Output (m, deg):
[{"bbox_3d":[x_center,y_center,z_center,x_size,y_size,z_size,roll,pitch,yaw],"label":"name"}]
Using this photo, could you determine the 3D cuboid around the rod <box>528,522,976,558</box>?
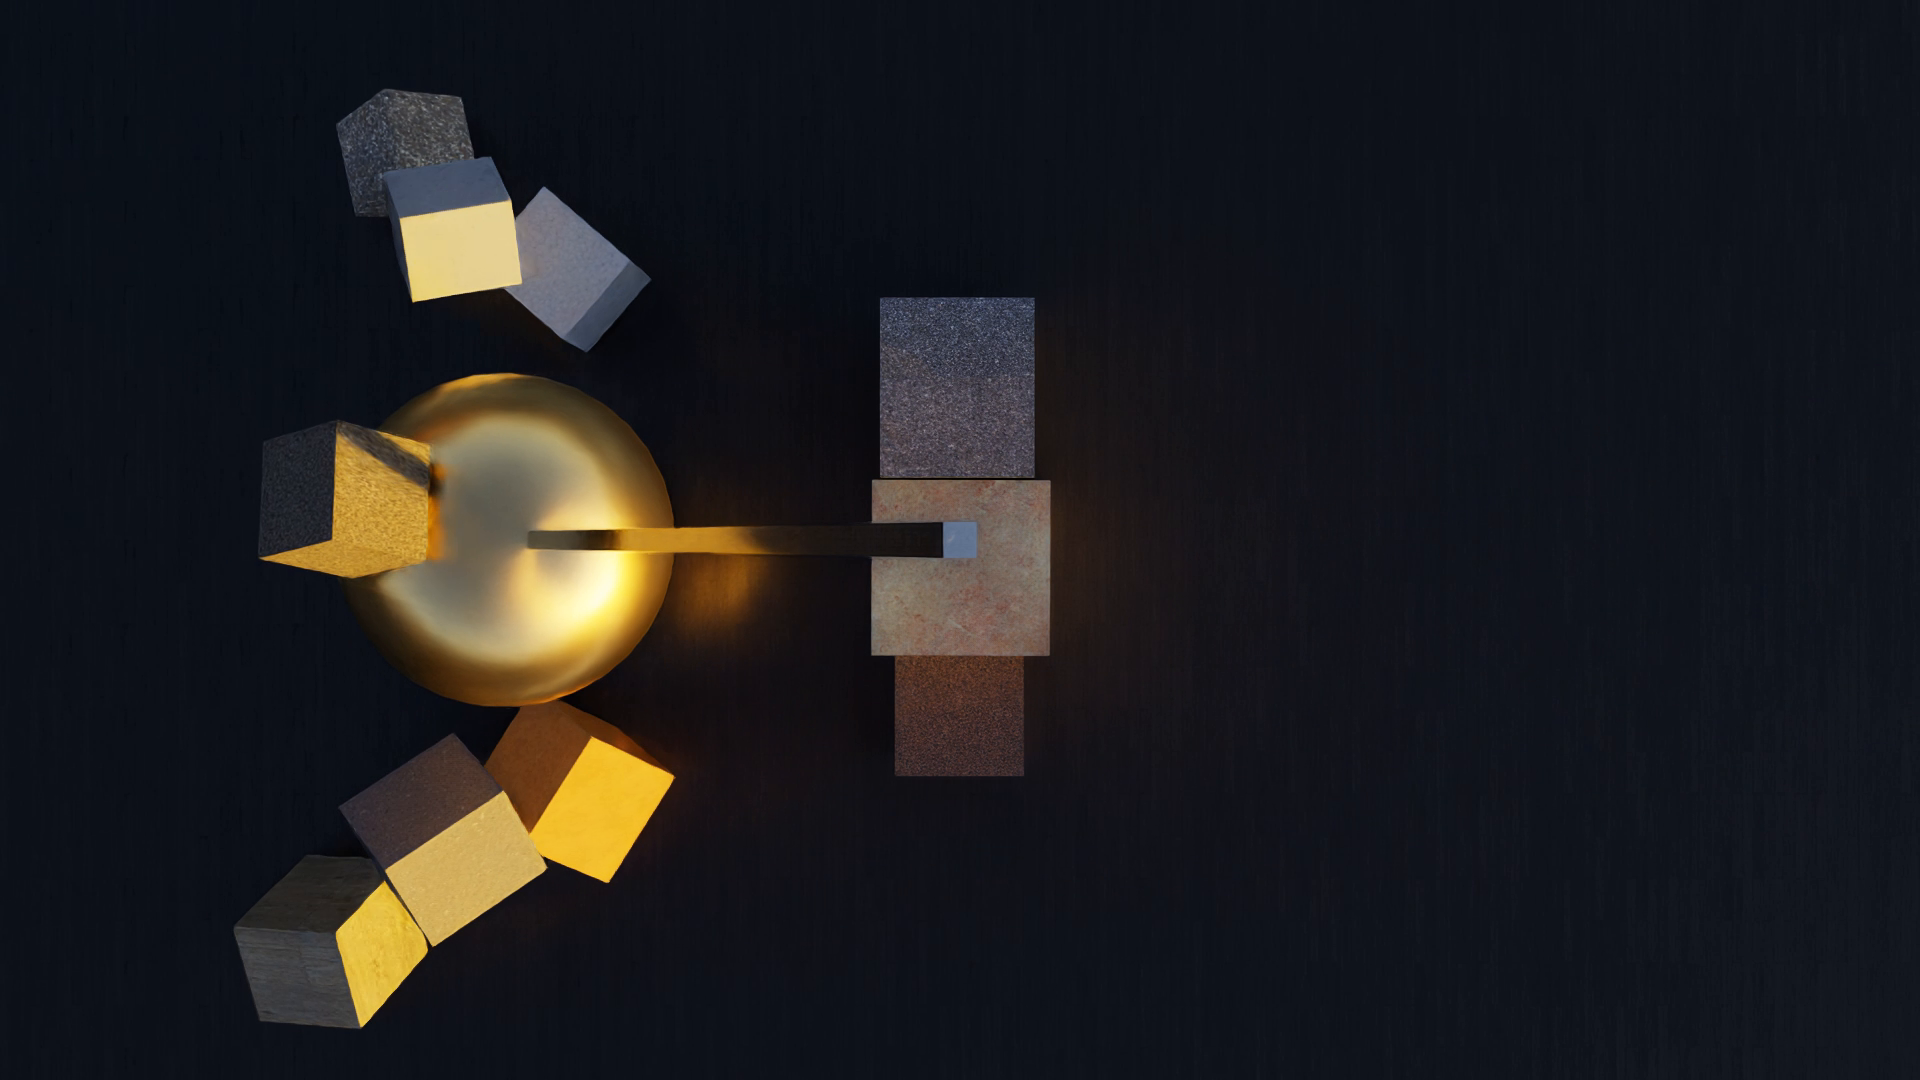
[{"bbox_3d":[-0.939,0.000,7.337,0.080,5.200,0.080,0,90,-21],"label":"rod"}]

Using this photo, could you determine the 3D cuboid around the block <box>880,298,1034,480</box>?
[{"bbox_3d":[-0.015,-0.831,12.497,0.843,1.005,0.982,0,90,0],"label":"block"}]

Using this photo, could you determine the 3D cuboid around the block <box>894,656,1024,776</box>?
[{"bbox_3d":[-0.004,0.981,12.654,0.722,0.692,0.682,0,90,0],"label":"block"}]

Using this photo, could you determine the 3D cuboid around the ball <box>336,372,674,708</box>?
[{"bbox_3d":[-2.166,0.000,10.507,1.600,1.600,1.600,0,90,0],"label":"ball"}]

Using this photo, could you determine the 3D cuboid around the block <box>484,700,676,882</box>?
[{"bbox_3d":[-2.211,1.393,12.508,0.672,0.684,0.712,34,87,-44],"label":"block"}]

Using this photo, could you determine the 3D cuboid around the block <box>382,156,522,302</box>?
[{"bbox_3d":[-2.723,-1.674,11.797,0.581,0.553,0.497,-12,128,-17],"label":"block"}]

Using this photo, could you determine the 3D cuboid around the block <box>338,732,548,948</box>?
[{"bbox_3d":[-2.698,1.557,11.485,0.700,0.655,0.598,-34,130,-19],"label":"block"}]

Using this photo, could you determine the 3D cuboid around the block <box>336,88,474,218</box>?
[{"bbox_3d":[-3.159,-2.201,12.600,0.510,0.521,0.555,-20,80,41],"label":"block"}]

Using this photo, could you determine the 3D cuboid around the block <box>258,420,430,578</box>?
[{"bbox_3d":[-2.682,-0.169,9.594,0.485,0.512,0.527,-11,73,34],"label":"block"}]

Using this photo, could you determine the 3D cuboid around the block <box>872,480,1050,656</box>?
[{"bbox_3d":[0.005,0.152,12.520,0.978,0.959,0.960,0,90,0],"label":"block"}]

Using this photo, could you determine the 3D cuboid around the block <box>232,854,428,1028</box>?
[{"bbox_3d":[-3.549,2.263,12.450,0.652,0.750,0.624,0,114,18],"label":"block"}]

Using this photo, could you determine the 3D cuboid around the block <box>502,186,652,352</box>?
[{"bbox_3d":[-2.262,-1.542,12.635,0.646,0.707,0.581,41,90,2],"label":"block"}]
